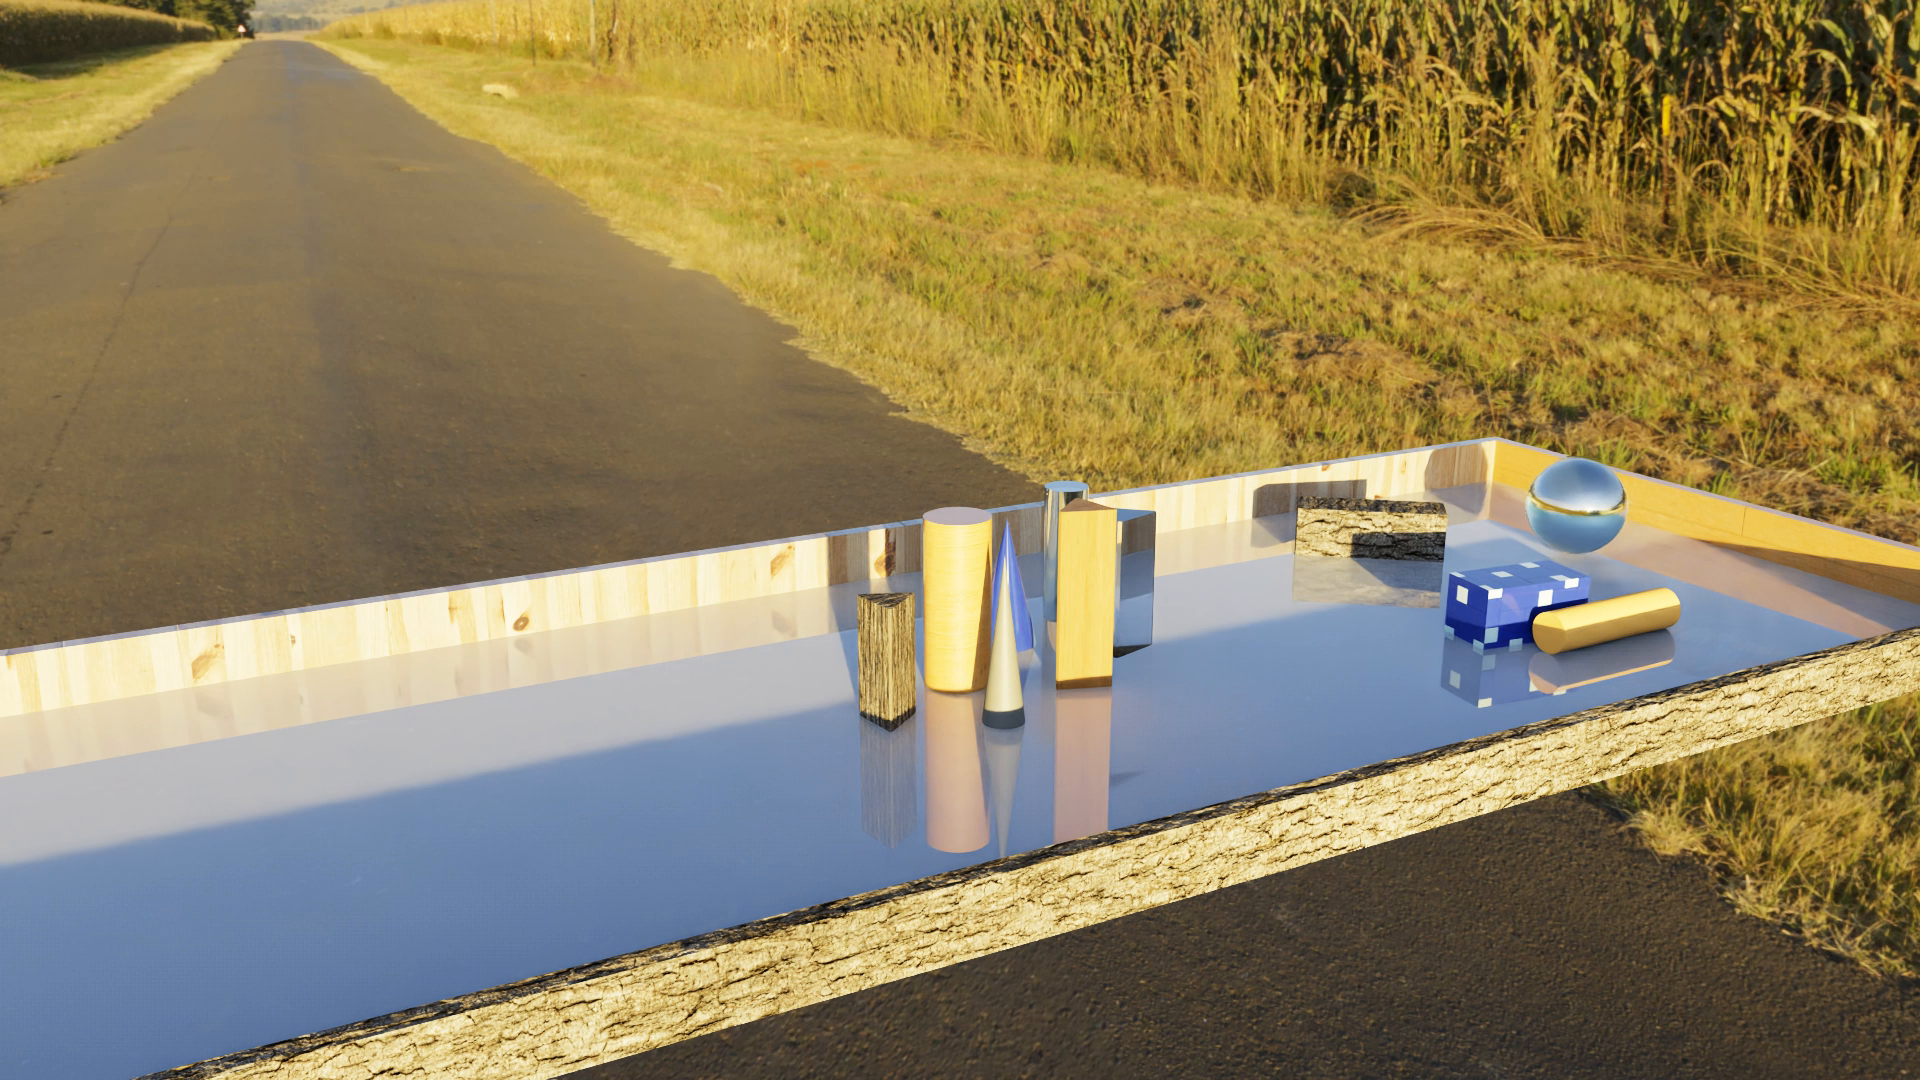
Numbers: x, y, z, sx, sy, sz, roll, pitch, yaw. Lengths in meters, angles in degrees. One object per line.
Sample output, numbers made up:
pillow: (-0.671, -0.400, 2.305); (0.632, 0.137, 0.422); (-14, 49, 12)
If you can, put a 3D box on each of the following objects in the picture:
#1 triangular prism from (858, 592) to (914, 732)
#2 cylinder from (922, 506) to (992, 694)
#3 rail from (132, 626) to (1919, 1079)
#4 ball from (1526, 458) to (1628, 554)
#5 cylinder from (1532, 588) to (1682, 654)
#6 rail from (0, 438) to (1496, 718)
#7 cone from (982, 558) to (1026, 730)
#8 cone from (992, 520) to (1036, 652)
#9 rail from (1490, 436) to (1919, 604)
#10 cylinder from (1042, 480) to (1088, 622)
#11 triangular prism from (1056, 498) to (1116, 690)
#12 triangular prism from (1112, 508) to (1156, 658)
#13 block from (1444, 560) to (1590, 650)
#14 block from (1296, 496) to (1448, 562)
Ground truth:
triangular prism: (-0.154, 0.277, 3.877); (0.115, 0.301, 0.132); (-12, 20, -35)
cylinder: (-0.006, 0.149, 4.084); (0.170, 0.432, 0.170); (0, 16, 0)
rail: (-2.336, 1.006, 1.665); (12.000, 0.150, 0.050); (-9, 18, -27)
ball: (1.937, -0.107, 5.182); (0.302, 0.302, 0.302); (0, 16, 0)
cylinder: (1.739, 0.215, 4.428); (0.441, 0.111, 0.111); (-9, 19, -27)
rail: (-3.305, 0.497, 3.399); (12.000, 0.150, 0.050); (-9, 18, -27)
cone: (0.103, 0.232, 3.842); (0.104, 0.409, 0.104); (0, 16, 0)
cone: (0.124, 0.109, 4.374); (0.163, 0.345, 0.163); (0, 16, 0)
rail: (2.466, -0.048, 5.253); (0.050, 0.150, 2.100); (-9, 18, -27)
cylinder: (0.293, 0.033, 4.574); (0.122, 0.376, 0.122); (0, 16, 0)
triangular prism: (0.300, 0.131, 4.097); (0.140, 0.457, 0.121); (-3, 17, -9)
triangular prism: (0.415, 0.103, 4.349); (0.148, 0.369, 0.128); (-16, 23, -43)
block: (1.510, 0.173, 4.474); (0.333, 0.165, 0.165); (-6, 18, -20)
block: (1.293, -0.036, 5.207); (0.451, 0.152, 0.152); (3, 17, 10)
